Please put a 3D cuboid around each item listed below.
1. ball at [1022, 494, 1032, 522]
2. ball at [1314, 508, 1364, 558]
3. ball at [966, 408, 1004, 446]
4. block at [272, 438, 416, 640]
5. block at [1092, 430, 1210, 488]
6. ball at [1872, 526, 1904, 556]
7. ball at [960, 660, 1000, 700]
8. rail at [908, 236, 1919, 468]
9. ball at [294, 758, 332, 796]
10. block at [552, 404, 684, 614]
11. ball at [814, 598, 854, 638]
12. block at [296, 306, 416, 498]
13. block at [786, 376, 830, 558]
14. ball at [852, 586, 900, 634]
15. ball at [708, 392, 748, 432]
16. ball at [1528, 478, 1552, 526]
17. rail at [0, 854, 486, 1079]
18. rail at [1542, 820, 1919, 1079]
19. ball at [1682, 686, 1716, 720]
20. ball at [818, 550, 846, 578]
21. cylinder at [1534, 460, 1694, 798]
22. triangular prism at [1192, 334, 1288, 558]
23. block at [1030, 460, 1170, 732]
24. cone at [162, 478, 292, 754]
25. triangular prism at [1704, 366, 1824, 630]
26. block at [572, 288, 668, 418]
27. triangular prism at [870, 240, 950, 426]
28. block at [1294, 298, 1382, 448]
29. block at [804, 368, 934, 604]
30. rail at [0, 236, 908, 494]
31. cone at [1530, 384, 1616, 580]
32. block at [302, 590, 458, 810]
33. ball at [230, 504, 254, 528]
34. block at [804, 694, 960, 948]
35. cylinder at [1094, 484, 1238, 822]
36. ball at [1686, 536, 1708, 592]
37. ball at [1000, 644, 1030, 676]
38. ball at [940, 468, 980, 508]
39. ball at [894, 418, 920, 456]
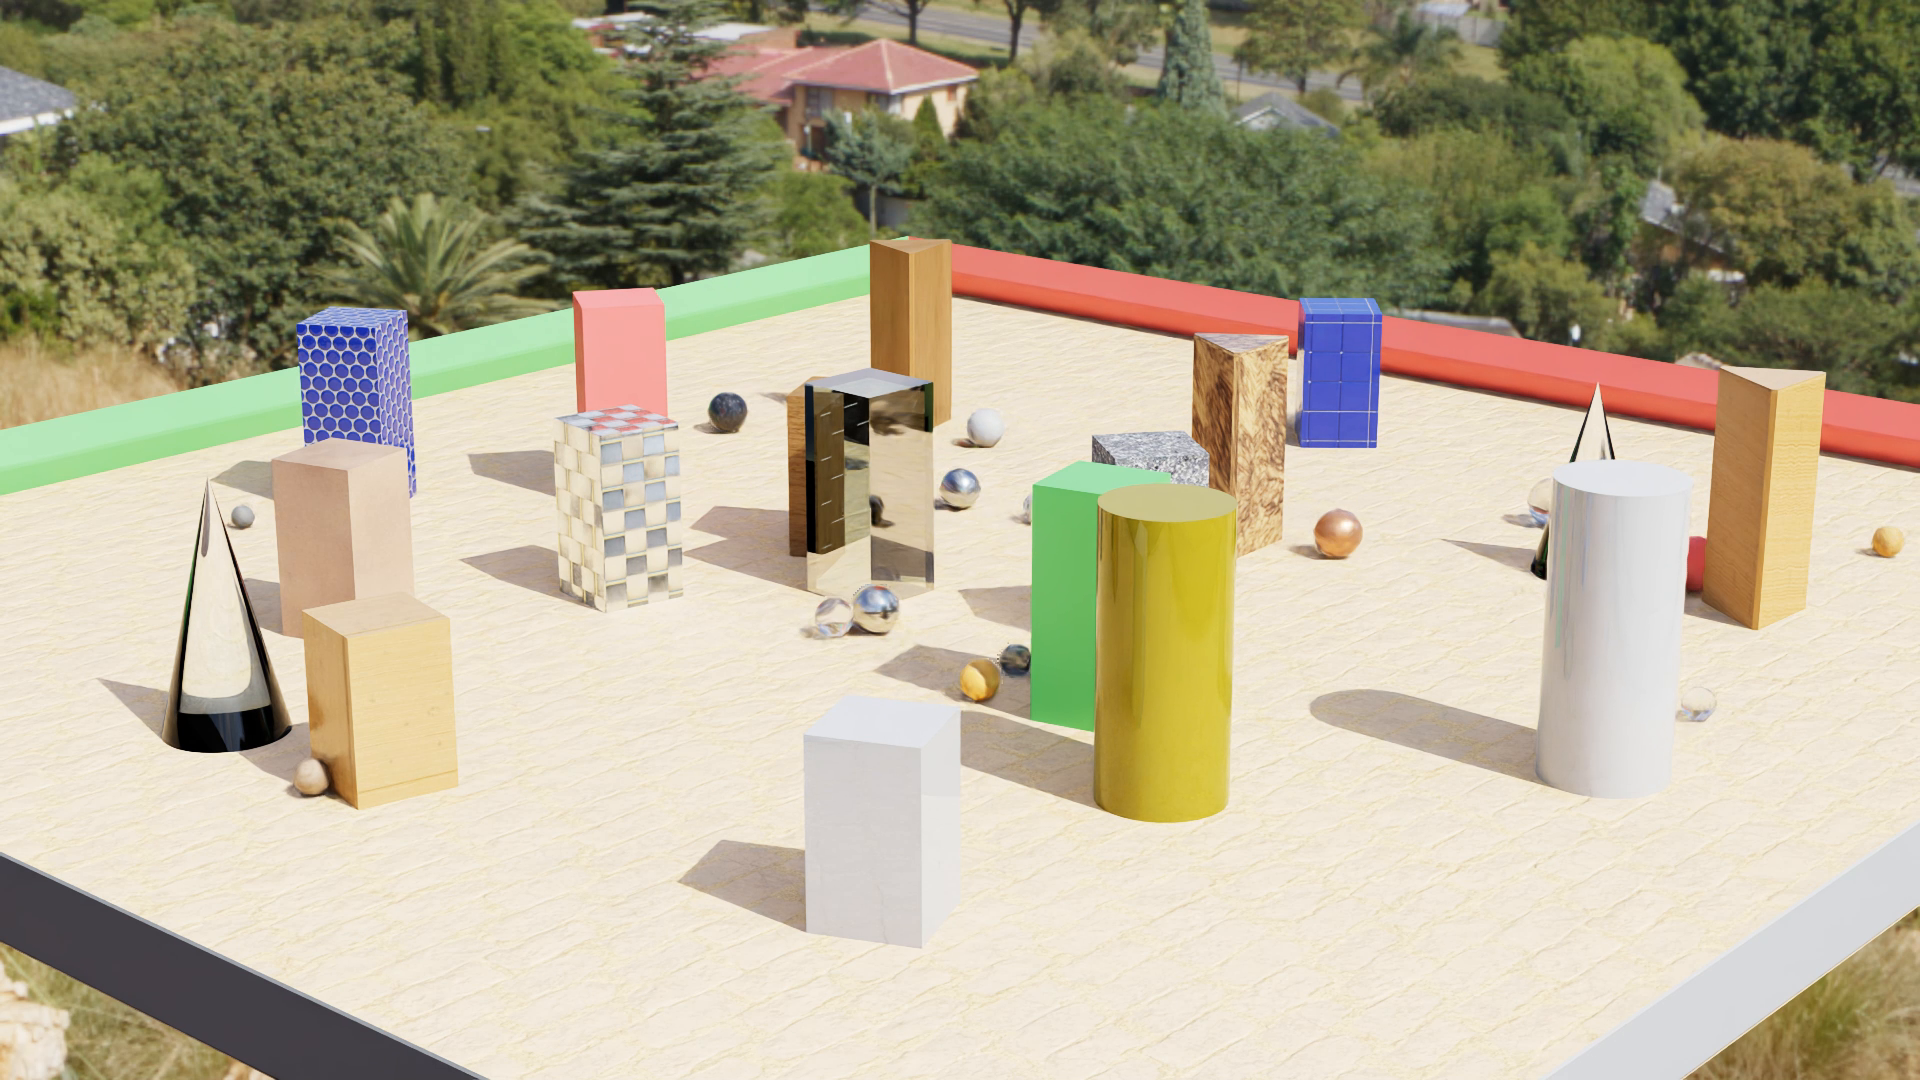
[{"bbox_3d":[0.150,-0.062,5.547,0.063,0.063,0.063,0,17,0],"label":"ball"},{"bbox_3d":[0.688,-0.012,5.335,0.089,0.089,0.089,0,17,0],"label":"ball"},{"bbox_3d":[0.053,-0.234,6.087,0.081,0.081,0.081,0,17,0],"label":"ball"},{"bbox_3d":[-1.030,0.004,4.907,0.157,0.307,0.157,8,19,25],"label":"block"},{"bbox_3d":[0.312,0.003,4.862,0.157,0.334,0.157,-3,17,-11],"label":"block"},{"bbox_3d":[1.692,0.002,5.344,0.057,0.057,0.057,0,17,0],"label":"ball"},{"bbox_3d":[0.031,0.220,4.609,0.064,0.064,0.064,0,17,0],"label":"ball"},{"bbox_3d":[1.232,-0.377,6.478,3.662,0.128,0.045,14,22,39],"label":"rail"},{"bbox_3d":[-0.933,0.342,4.226,0.052,0.052,0.052,0,17,0],"label":"ball"},{"bbox_3d":[-0.593,-0.056,5.093,0.157,0.314,0.157,-12,21,-35],"label":"block"},{"bbox_3d":[-0.211,0.130,4.903,0.066,0.066,0.066,0,17,0],"label":"ball"},{"bbox_3d":[-1.158,-0.249,5.639,0.157,0.368,0.157,3,17,11],"label":"block"},{"bbox_3d":[-0.216,-0.131,5.365,0.157,0.301,0.157,4,17,14],"label":"block"},{"bbox_3d":[-0.140,0.117,4.921,0.082,0.082,0.082,0,17,0],"label":"ball"},{"bbox_3d":[-0.491,-0.271,6.201,0.086,0.086,0.086,0,17,0],"label":"ball"},{"bbox_3d":[1.118,-0.072,5.530,0.093,0.093,0.093,0,17,0],"label":"ball"},{"bbox_3d":[-1.232,0.441,3.762,3.662,0.128,0.045,14,22,39],"label":"rail"},{"bbox_3d":[1.365,0.374,3.985,0.045,0.128,3.805,14,22,39],"label":"rail"},{"bbox_3d":[1.140,0.252,4.523,0.053,0.053,0.053,0,17,0],"label":"ball"},{"bbox_3d":[-0.227,0.042,5.222,0.052,0.052,0.052,0,17,0],"label":"ball"},{"bbox_3d":[0.945,0.127,4.244,0.197,0.452,0.197,0,17,0],"label":"cylinder"},{"bbox_3d":[0.488,-0.181,5.385,0.147,0.386,0.170,13,21,36],"label":"triangular prism"},{"bbox_3d":[0.215,0.088,4.502,0.157,0.379,0.157,9,19,27],"label":"block"},{"bbox_3d":[-1.121,0.097,4.427,0.197,0.405,0.197,0,17,0],"label":"cone"},{"bbox_3d":[1.346,-0.080,4.993,0.147,0.417,0.170,15,23,41],"label":"triangular prism"},{"bbox_3d":[-0.658,-0.279,5.701,0.157,0.390,0.157,-4,17,-13],"label":"block"},{"bbox_3d":[-0.082,-0.437,6.225,0.147,0.391,0.170,-10,20,-30],"label":"triangular prism"},{"bbox_3d":[0.788,-0.349,6.119,0.157,0.283,0.157,0,17,2],"label":"block"},{"bbox_3d":[-0.157,-0.091,5.101,0.157,0.376,0.157,15,22,41],"label":"block"},{"bbox_3d":[-1.365,-0.310,6.255,0.045,0.128,3.805,14,22,39],"label":"rail"},{"bbox_3d":[1.123,-0.111,5.211,0.197,0.350,0.197,0,17,0],"label":"cone"},{"bbox_3d":[-0.838,0.230,4.242,0.157,0.258,0.157,-12,20,-34],"label":"block"},{"bbox_3d":[-1.351,-0.044,5.520,0.044,0.044,0.044,0,17,0],"label":"ball"},{"bbox_3d":[-0.099,0.361,3.782,0.157,0.272,0.157,5,18,17],"label":"block"},{"bbox_3d":[0.290,0.159,4.159,0.197,0.442,0.197,0,17,0],"label":"cylinder"},{"bbox_3d":[1.288,0.042,5.141,0.098,0.098,0.098,0,17,0],"label":"ball"},{"bbox_3d":[0.090,0.193,4.717,0.053,0.053,0.053,0,17,0],"label":"ball"},{"bbox_3d":[0.000,-0.099,5.644,0.078,0.078,0.078,0,17,0],"label":"ball"},{"bbox_3d":[-0.122,-0.211,6.014,0.080,0.080,0.080,0,17,0],"label":"ball"}]
